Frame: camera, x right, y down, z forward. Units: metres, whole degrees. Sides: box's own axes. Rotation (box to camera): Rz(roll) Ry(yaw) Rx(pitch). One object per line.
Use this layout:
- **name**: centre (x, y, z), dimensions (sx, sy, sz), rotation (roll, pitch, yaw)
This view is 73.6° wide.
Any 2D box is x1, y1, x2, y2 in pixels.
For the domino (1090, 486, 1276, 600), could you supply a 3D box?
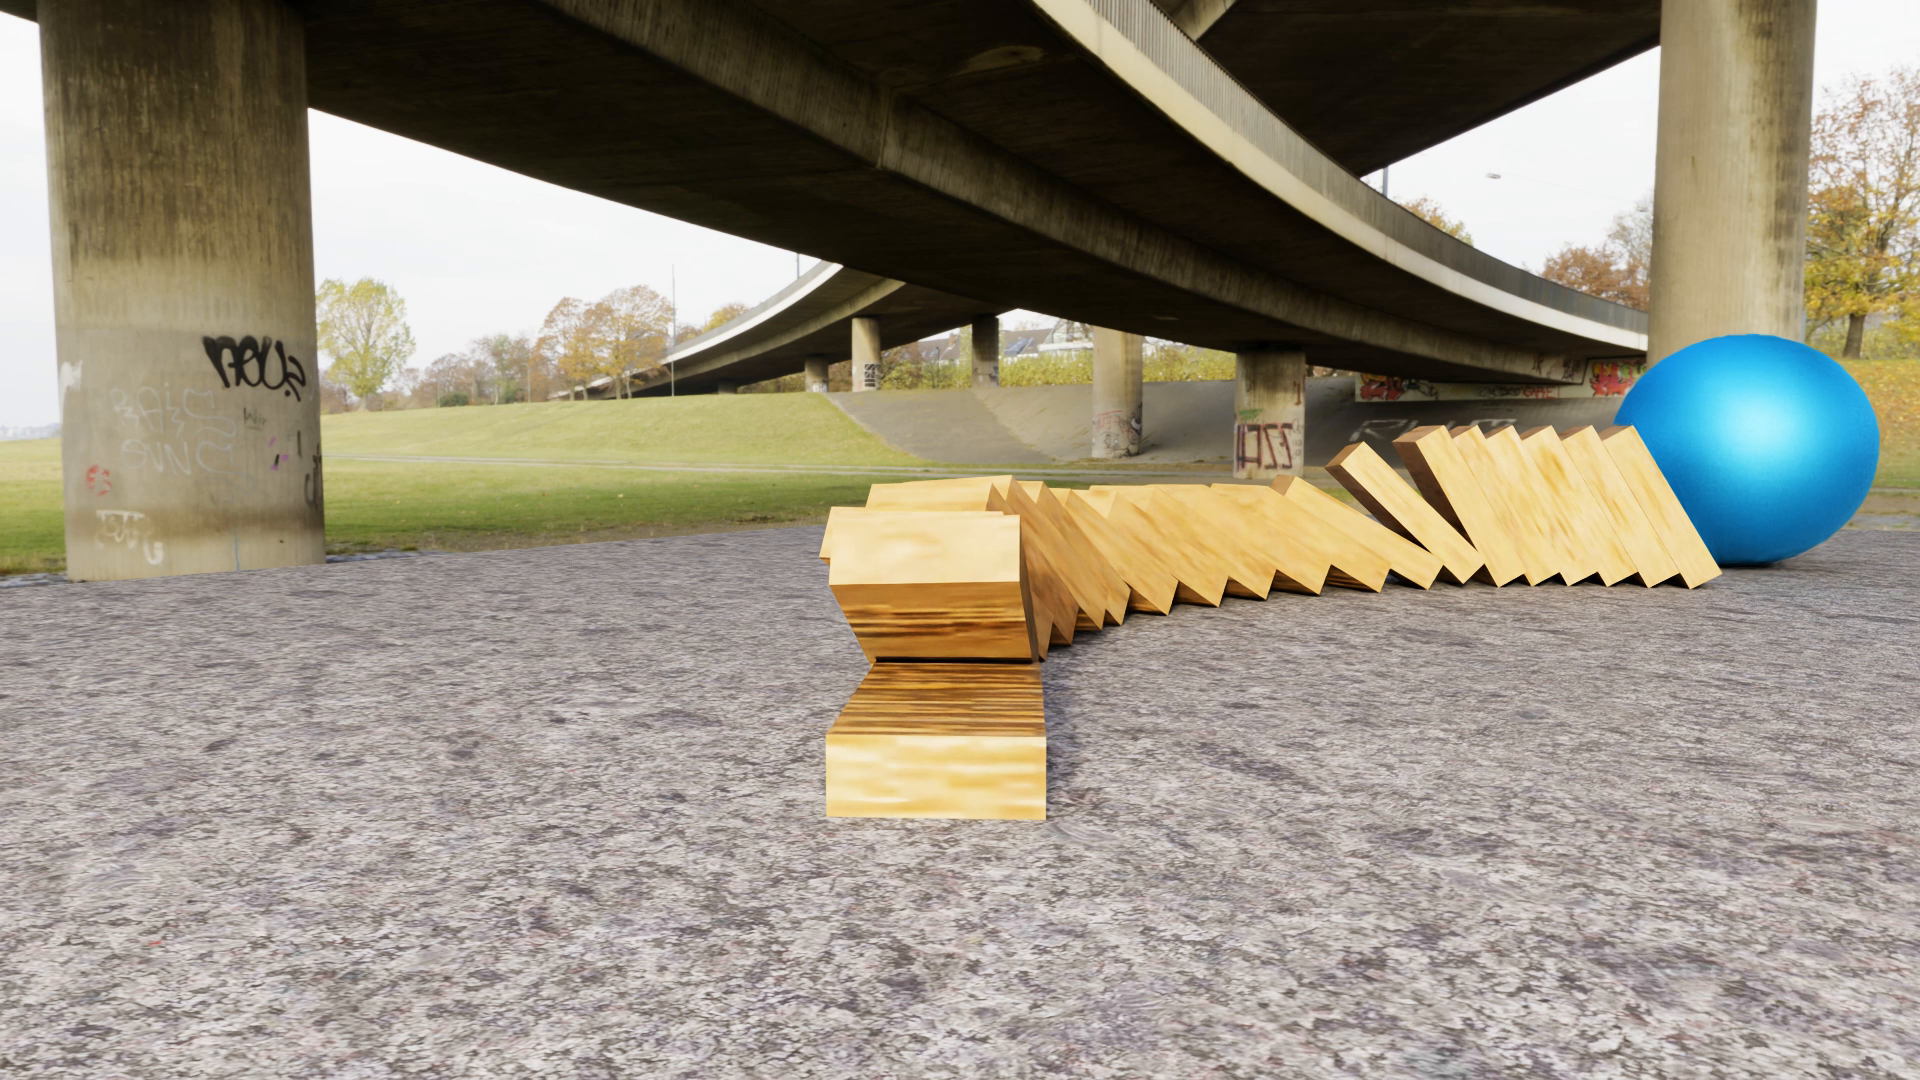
- **domino**: centre (0.059, 0.001, 0.345), dimensions (0.050, 0.010, 0.025), rotation (30, -14, -32)

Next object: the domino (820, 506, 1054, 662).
- **domino**: centre (-0.003, 0.009, 0.237), dimensions (0.025, 0.010, 0.050), rotation (2, -23, 24)

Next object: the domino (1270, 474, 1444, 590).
- **domino**: centre (0.117, -0.003, 0.385), dimensions (0.050, 0.009, 0.025), rotation (30, 4, 0)

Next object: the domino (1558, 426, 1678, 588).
- **domino**: centre (0.198, -0.011, 0.392), dimensions (0.010, 0.050, 0.025), rotation (-30, -3, 14)

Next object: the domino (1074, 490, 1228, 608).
- **domino**: centre (0.044, 0.002, 0.329), dimensions (0.050, 0.010, 0.025), rotation (32, -17, -39)

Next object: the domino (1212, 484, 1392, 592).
- **domino**: centre (0.097, -0.001, 0.369), dimensions (0.050, 0.009, 0.025), rotation (28, -7, -24)

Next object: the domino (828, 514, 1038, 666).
- **domino**: centre (-0.002, 0.012, 0.192), dimensions (0.025, 0.009, 0.050), rotation (-1, -25, 6)

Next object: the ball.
- **ball**: centre (0.269, -0.031, 0.444), dimensions (0.080, 0.080, 0.080), rotation (0, 4, 0)

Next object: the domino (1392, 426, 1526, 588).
- **domino**: centre (0.152, -0.011, 0.392), dimensions (0.010, 0.050, 0.025), rotation (-30, 2, 5)

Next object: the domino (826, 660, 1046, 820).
- **domino**: centre (-0.002, 0.025, 0.171), dimensions (0.025, 0.010, 0.050), rotation (0, 4, 3)

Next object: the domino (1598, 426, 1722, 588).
- **domino**: centre (0.209, -0.011, 0.388), dimensions (0.010, 0.050, 0.025), rotation (-30, -3, 14)

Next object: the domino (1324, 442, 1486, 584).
- **domino**: centre (0.135, -0.008, 0.391), dimensions (0.050, 0.009, 0.025), rotation (45, 4, 3)

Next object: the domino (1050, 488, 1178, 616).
- **domino**: centre (0.029, 0.003, 0.311), dimensions (0.025, 0.009, 0.050), rotation (4, -23, 43)

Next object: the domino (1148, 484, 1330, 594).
- **domino**: centre (0.076, 0.000, 0.358), dimensions (0.050, 0.010, 0.025), rotation (28, -11, -26)

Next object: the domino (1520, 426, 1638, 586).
- **domino**: centre (0.188, -0.011, 0.395), dimensions (0.009, 0.050, 0.025), rotation (-30, -3, 14)

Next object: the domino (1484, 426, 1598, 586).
- **domino**: centre (0.177, -0.011, 0.396), dimensions (0.010, 0.050, 0.025), rotation (-30, -3, 14)

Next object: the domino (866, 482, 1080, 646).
- **domino**: centre (0.003, 0.006, 0.255), dimensions (0.025, 0.010, 0.050), rotation (0, -29, 27)

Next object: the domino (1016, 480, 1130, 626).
- **domino**: centre (0.017, 0.003, 0.290), dimensions (0.025, 0.010, 0.050), rotation (3, -27, 33)

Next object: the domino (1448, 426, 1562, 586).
- **domino**: centre (0.164, -0.011, 0.395), dimensions (0.010, 0.050, 0.025), rotation (-30, 0, 9)

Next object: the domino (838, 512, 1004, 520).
- **domino**: centre (-0.003, 0.010, 0.213), dimensions (0.025, 0.009, 0.050), rotation (0, -24, 8)

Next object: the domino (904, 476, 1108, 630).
- **domino**: centre (0.010, 0.004, 0.270), dimensions (0.025, 0.009, 0.050), rotation (-2, -30, 31)
